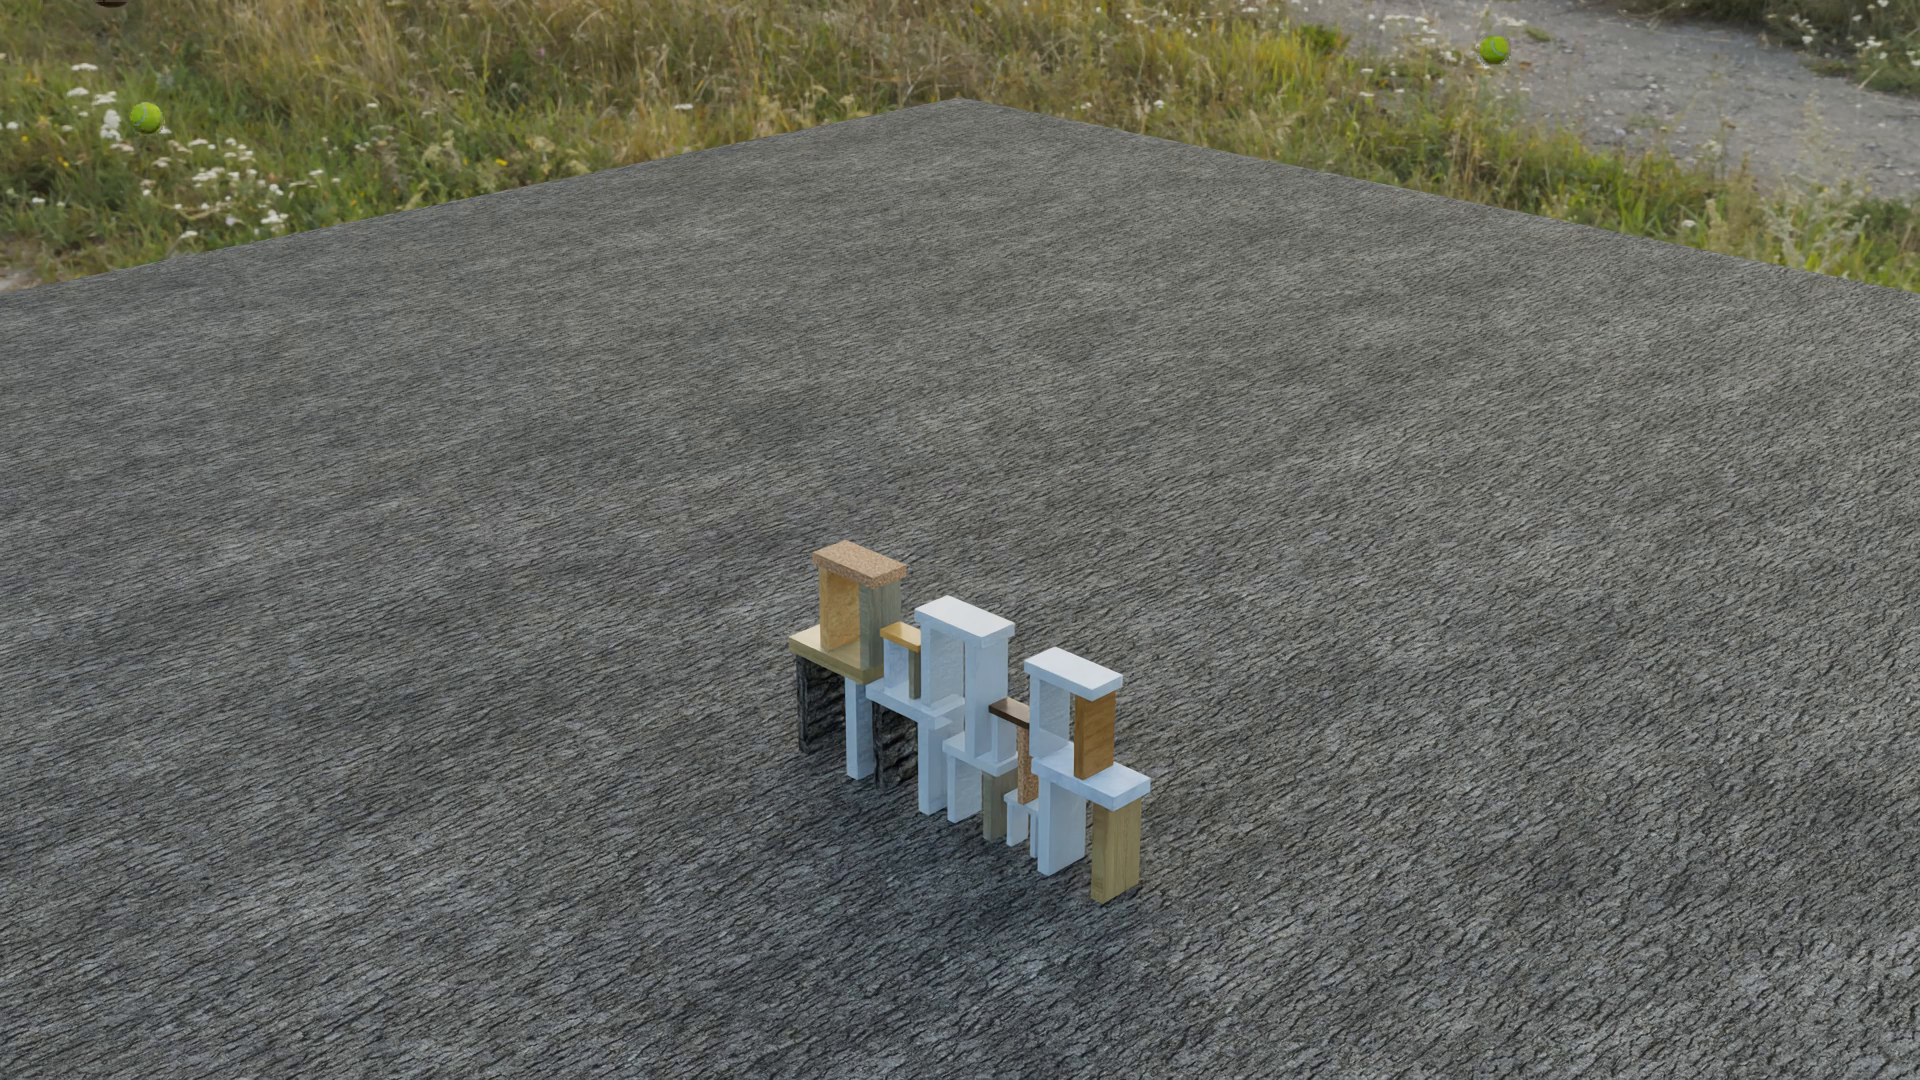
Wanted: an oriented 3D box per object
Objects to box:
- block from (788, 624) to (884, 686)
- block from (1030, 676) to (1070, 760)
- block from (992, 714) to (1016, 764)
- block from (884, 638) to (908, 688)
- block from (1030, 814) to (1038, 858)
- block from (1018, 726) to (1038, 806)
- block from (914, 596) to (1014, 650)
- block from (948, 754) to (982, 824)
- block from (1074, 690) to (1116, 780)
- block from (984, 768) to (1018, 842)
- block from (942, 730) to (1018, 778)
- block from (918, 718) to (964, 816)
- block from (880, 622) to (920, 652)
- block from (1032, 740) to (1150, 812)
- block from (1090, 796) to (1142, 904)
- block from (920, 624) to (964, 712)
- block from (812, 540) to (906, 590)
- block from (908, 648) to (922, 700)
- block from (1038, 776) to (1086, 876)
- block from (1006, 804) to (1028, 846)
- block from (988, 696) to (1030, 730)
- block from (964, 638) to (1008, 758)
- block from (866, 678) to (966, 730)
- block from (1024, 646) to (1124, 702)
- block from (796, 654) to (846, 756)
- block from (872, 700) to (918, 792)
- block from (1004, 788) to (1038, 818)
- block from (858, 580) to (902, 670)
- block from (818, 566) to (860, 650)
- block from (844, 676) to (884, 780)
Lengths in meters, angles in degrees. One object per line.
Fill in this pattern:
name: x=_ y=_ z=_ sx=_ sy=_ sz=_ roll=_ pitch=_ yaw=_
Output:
block: x=-0.239 y=0.234 z=4.583 sx=0.229 sy=0.032 sz=0.114 roll=21 pitch=31 yaw=41
block: x=0.170 y=0.323 z=4.173 sx=0.085 sy=0.171 sz=0.024 roll=-21 pitch=31 yaw=-41
block: x=0.086 y=0.379 z=4.291 sx=0.015 sy=0.104 sz=0.052 roll=21 pitch=31 yaw=41
block: x=-0.129 y=0.241 z=4.463 sx=0.054 sy=0.109 sz=0.015 roll=-21 pitch=31 yaw=-41
block: x=0.158 y=0.570 z=4.296 sx=0.013 sy=0.095 sz=0.047 roll=21 pitch=31 yaw=41
block: x=0.136 y=0.428 z=4.258 sx=0.052 sy=0.169 sz=0.015 roll=-21 pitch=31 yaw=-41
block: x=0.008 y=0.160 z=4.289 sx=0.184 sy=0.026 sz=0.092 roll=21 pitch=31 yaw=41
block: x=0.009 y=0.487 z=4.420 sx=0.021 sy=0.151 sz=0.076 roll=21 pitch=31 yaw=41
block: x=0.251 y=0.354 z=4.099 sx=0.085 sy=0.171 sz=0.024 roll=-21 pitch=31 yaw=-41
block: x=0.080 y=0.514 z=4.355 sx=0.021 sy=0.151 sz=0.076 roll=21 pitch=31 yaw=41
block: x=0.045 y=0.421 z=4.354 sx=0.151 sy=0.021 sz=0.076 roll=21 pitch=31 yaw=41
block: x=-0.038 y=0.447 z=4.450 sx=0.029 sy=0.202 sz=0.101 roll=21 pitch=31 yaw=41
block: x=-0.104 y=0.194 z=4.415 sx=0.109 sy=0.015 sz=0.054 roll=21 pitch=31 yaw=41
block: x=0.246 y=0.444 z=4.145 sx=0.104 sy=0.029 sz=0.208 roll=-21 pitch=31 yaw=-41
block: x=0.295 y=0.572 z=4.147 sx=0.029 sy=0.208 sz=0.104 roll=21 pitch=31 yaw=41
block: x=-0.035 y=0.240 z=4.370 sx=0.026 sy=0.184 sz=0.092 roll=21 pitch=31 yaw=41
block: x=-0.205 y=0.049 z=4.475 sx=0.183 sy=0.026 sz=0.091 roll=21 pitch=31 yaw=41
block: x=-0.078 y=0.262 z=4.416 sx=0.015 sy=0.109 sz=0.054 roll=21 pitch=31 yaw=41
block: x=0.197 y=0.534 z=4.237 sx=0.029 sy=0.208 sz=0.104 roll=21 pitch=31 yaw=41
block: x=0.114 y=0.553 z=4.337 sx=0.013 sy=0.095 sz=0.047 roll=21 pitch=31 yaw=41
block: x=0.111 y=0.334 z=4.245 sx=0.104 sy=0.015 sz=0.052 roll=21 pitch=31 yaw=41
block: x=0.052 y=0.300 z=4.301 sx=0.026 sy=0.242 sz=0.092 roll=21 pitch=31 yaw=41
block: x=-0.085 y=0.322 z=4.449 sx=0.202 sy=0.029 sz=0.101 roll=21 pitch=31 yaw=41
block: x=0.211 y=0.249 z=4.098 sx=0.086 sy=0.024 sz=0.171 roll=-21 pitch=31 yaw=-41
block: x=-0.292 y=0.333 z=4.684 sx=0.032 sy=0.229 sz=0.114 roll=21 pitch=31 yaw=41
block: x=-0.133 y=0.409 z=4.538 sx=0.029 sy=0.202 sz=0.101 roll=21 pitch=31 yaw=41
block: x=0.136 y=0.512 z=4.295 sx=0.095 sy=0.013 sz=0.047 roll=21 pitch=31 yaw=41
block: x=-0.162 y=0.162 z=4.476 sx=0.026 sy=0.183 sz=0.091 roll=21 pitch=31 yaw=41
block: x=-0.248 y=0.129 z=4.556 sx=0.026 sy=0.183 sz=0.091 roll=21 pitch=31 yaw=41
block: x=-0.185 y=0.375 z=4.585 sx=0.032 sy=0.229 sz=0.114 roll=21 pitch=31 yaw=41
